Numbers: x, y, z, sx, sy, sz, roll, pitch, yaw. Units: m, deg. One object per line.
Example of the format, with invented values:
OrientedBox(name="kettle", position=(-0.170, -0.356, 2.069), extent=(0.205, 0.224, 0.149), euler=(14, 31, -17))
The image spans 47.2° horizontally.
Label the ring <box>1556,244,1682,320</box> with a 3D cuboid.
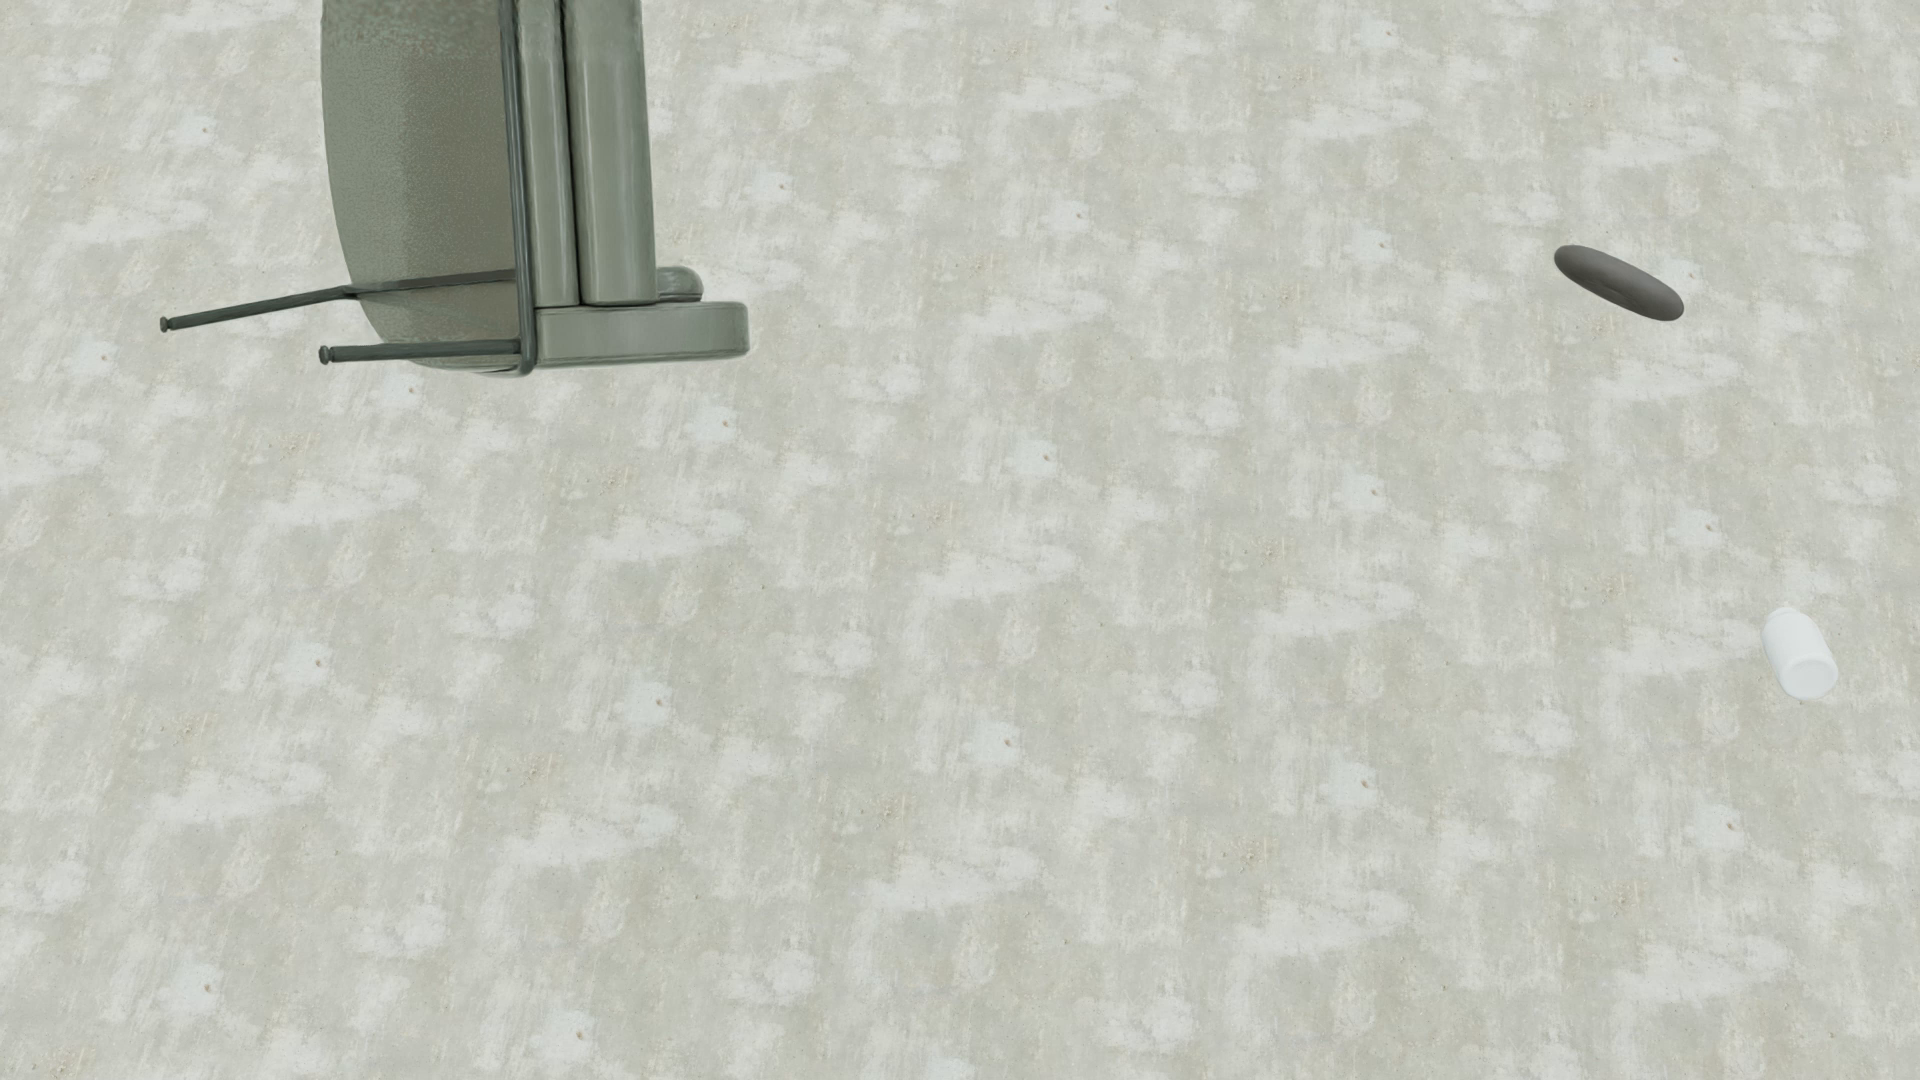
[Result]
OrientedBox(name="ring", position=(1.375, -0.537, 4.591), extent=(0.295, 0.275, 0.062), euler=(33, 98, 40))
